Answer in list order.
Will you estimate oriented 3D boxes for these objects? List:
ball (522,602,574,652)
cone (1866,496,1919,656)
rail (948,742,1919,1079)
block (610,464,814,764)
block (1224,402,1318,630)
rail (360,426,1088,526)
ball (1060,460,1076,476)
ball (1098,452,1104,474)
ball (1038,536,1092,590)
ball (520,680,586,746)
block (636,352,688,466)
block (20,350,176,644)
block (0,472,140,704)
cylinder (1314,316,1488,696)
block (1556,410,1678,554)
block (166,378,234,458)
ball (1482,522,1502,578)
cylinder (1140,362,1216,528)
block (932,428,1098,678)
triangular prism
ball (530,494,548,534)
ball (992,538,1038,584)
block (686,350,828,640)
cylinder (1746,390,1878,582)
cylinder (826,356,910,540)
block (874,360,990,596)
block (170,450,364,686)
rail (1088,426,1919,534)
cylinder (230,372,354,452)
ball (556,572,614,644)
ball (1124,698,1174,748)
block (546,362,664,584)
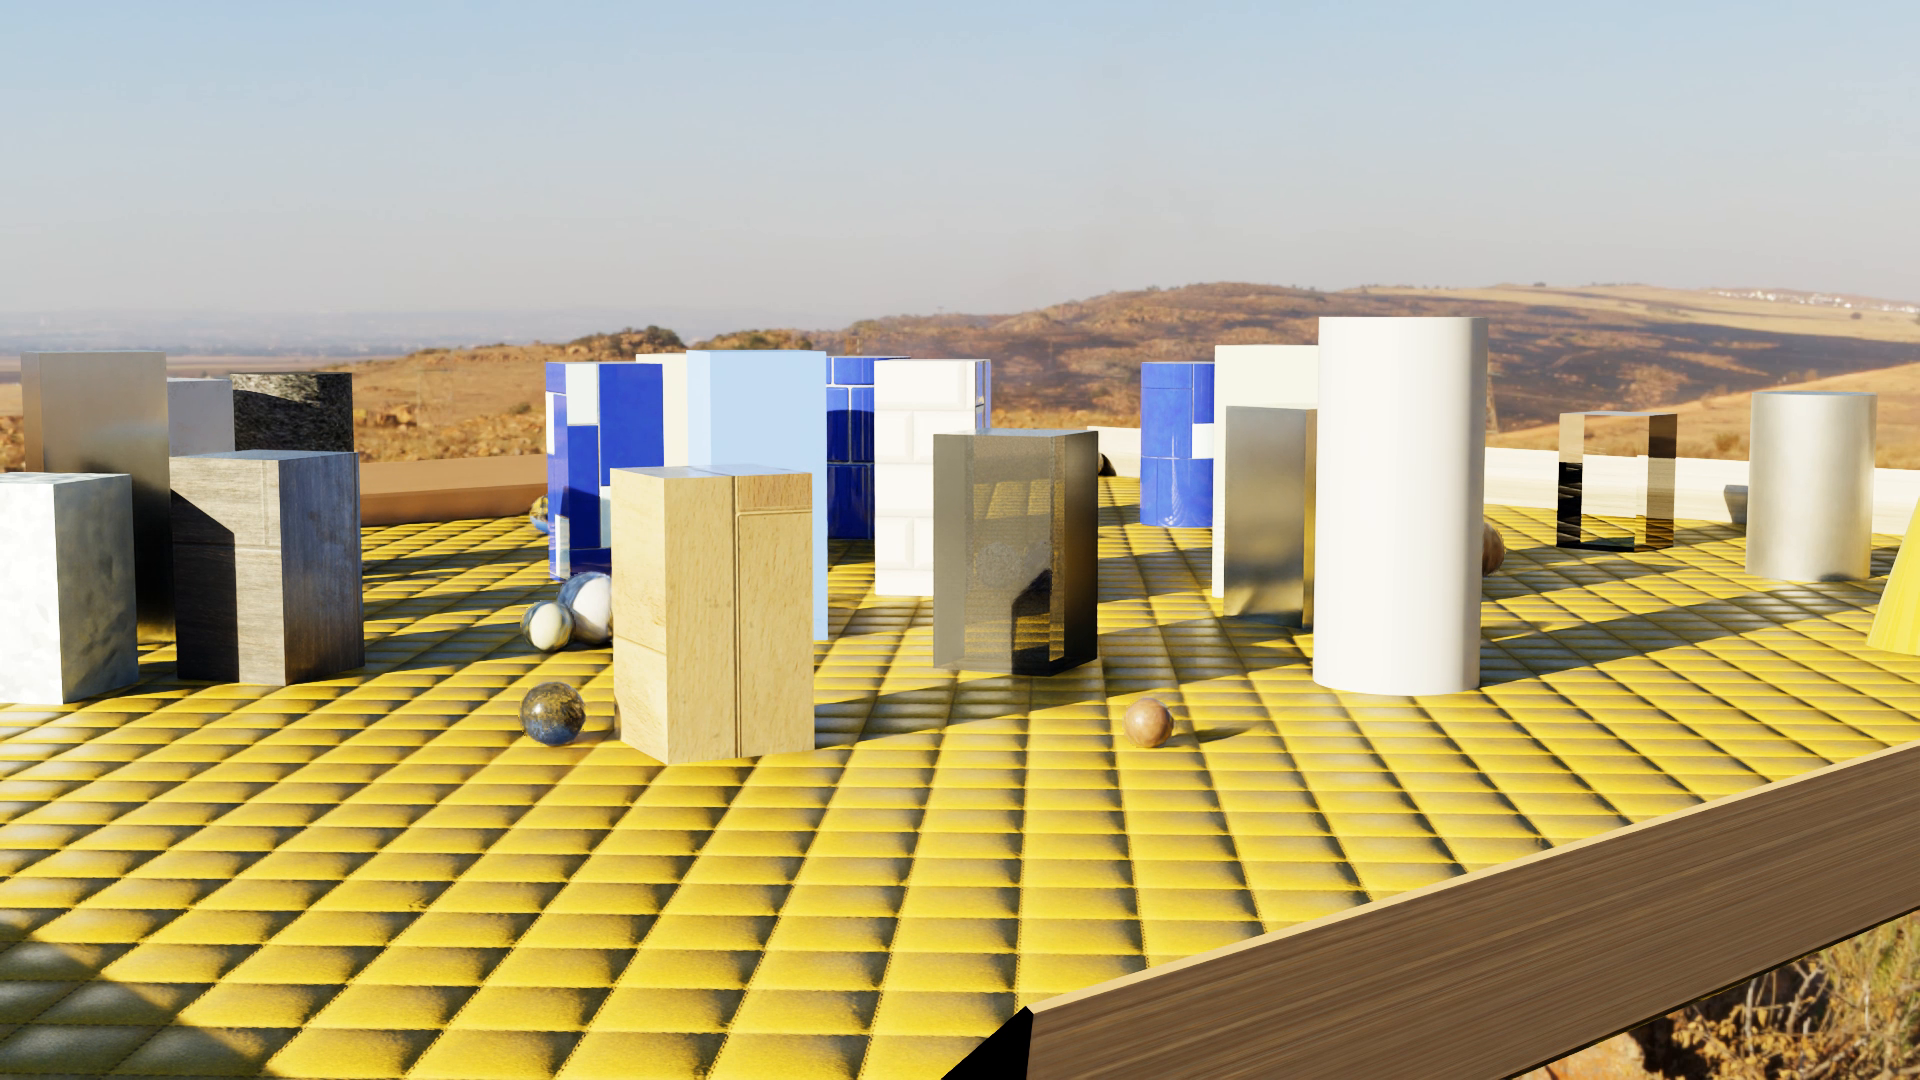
[{"bbox_3d":[-0.539,0.114,2.872,0.066,0.066,0.066,0,6,0],"label":"ball"},{"bbox_3d":[1.307,-0.024,2.902,0.197,0.332,0.197,0,6,0],"label":"cone"},{"bbox_3d":[1.165,0.164,2.077,4.160,0.128,0.045,-5,8,-42],"label":"rail"},{"bbox_3d":[-0.254,0.070,2.251,0.157,0.282,0.157,-3,7,-28],"label":"block"},{"bbox_3d":[0.494,-0.040,3.174,0.157,0.308,0.157,-5,8,-38],"label":"block"},{"bbox_3d":[-1.165,-0.098,4.587,4.160,0.128,0.045,-5,8,-42],"label":"rail"},{"bbox_3d":[0.291,-0.192,5.894,0.045,0.045,0.045,0,6,0],"label":"ball"},{"bbox_3d":[0.349,-0.207,5.900,0.074,0.074,0.074,0,6,0],"label":"ball"},{"bbox_3d":[0.168,0.037,3.514,0.085,0.085,0.085,0,6,0],"label":"ball"},{"bbox_3d":[-0.417,0.178,2.255,0.067,0.067,0.067,0,6,0],"label":"ball"},{"bbox_3d":[-0.474,-0.149,3.939,0.157,0.367,0.157,1,6,13],"label":"block"},{"bbox_3d":[-1.163,-0.059,2.968,0.157,0.389,0.157,-4,7,-31],"label":"block"},{"bbox_3d":[-1.079,0.052,2.569,0.157,0.250,0.157,1,6,11],"label":"block"},{"bbox_3d":[0.525,-0.047,2.625,0.197,0.436,0.197,0,6,0],"label":"cylinder"},{"bbox_3d":[1.235,-0.112,4.135,0.157,0.252,0.157,6,8,43],"label":"block"},{"bbox_3d":[-1.273,-0.089,3.525,0.157,0.334,0.157,6,8,43],"label":"block"},{"bbox_3d":[0.850,0.016,3.651,0.098,0.098,0.098,0,6,0],"label":"ball"},{"bbox_3d":[0.475,-0.202,4.595,0.197,0.336,0.197,0,6,0],"label":"cylinder"},{"bbox_3d":[0.071,0.010,2.767,0.157,0.293,0.157,3,7,25],"label":"block"},{"bbox_3d":[0.482,-0.113,3.479,0.170,0.390,0.148,0,6,1],"label":"triangular prism"},{"bbox_3d":[-0.817,-0.051,4.383,0.079,0.079,0.079,0,6,0],"label":"ball"},{"bbox_3d":[0.089,0.035,3.592,0.074,0.074,0.074,0,6,0],"label":"ball"},{"bbox_3d":[-0.279,-0.063,3.009,0.157,0.389,0.157,-2,6,-18],"label":"block"},{"bbox_3d":[1.431,-0.094,3.701,0.197,0.306,0.197,0,6,0],"label":"cylinder"},{"bbox_3d":[-0.195,-0.185,4.348,0.197,0.353,0.197,0,6,0],"label":"cylinder"},{"bbox_3d":[-0.041,-0.103,3.502,0.157,0.365,0.157,1,6,10],"label":"block"},{"bbox_3d":[-0.848,0.029,2.701,0.157,0.269,0.157,2,6,20],"label":"block"},{"bbox_3d":[1.511,-0.112,4.719,0.045,0.128,3.482,-5,8,-42],"label":"rail"},{"bbox_3d":[-1.122,-0.111,3.706,0.197,0.339,0.197,0,6,0],"label":"cylinder"},{"bbox_3d":[-0.490,0.091,2.934,0.097,0.097,0.097,0,6,0],"label":"ball"},{"bbox_3d":[0.193,0.187,2.244,0.051,0.051,0.051,0,6,0],"label":"ball"},{"bbox_3d":[-0.583,-0.111,3.615,0.157,0.359,0.157,-2,6,-22],"label":"block"}]
